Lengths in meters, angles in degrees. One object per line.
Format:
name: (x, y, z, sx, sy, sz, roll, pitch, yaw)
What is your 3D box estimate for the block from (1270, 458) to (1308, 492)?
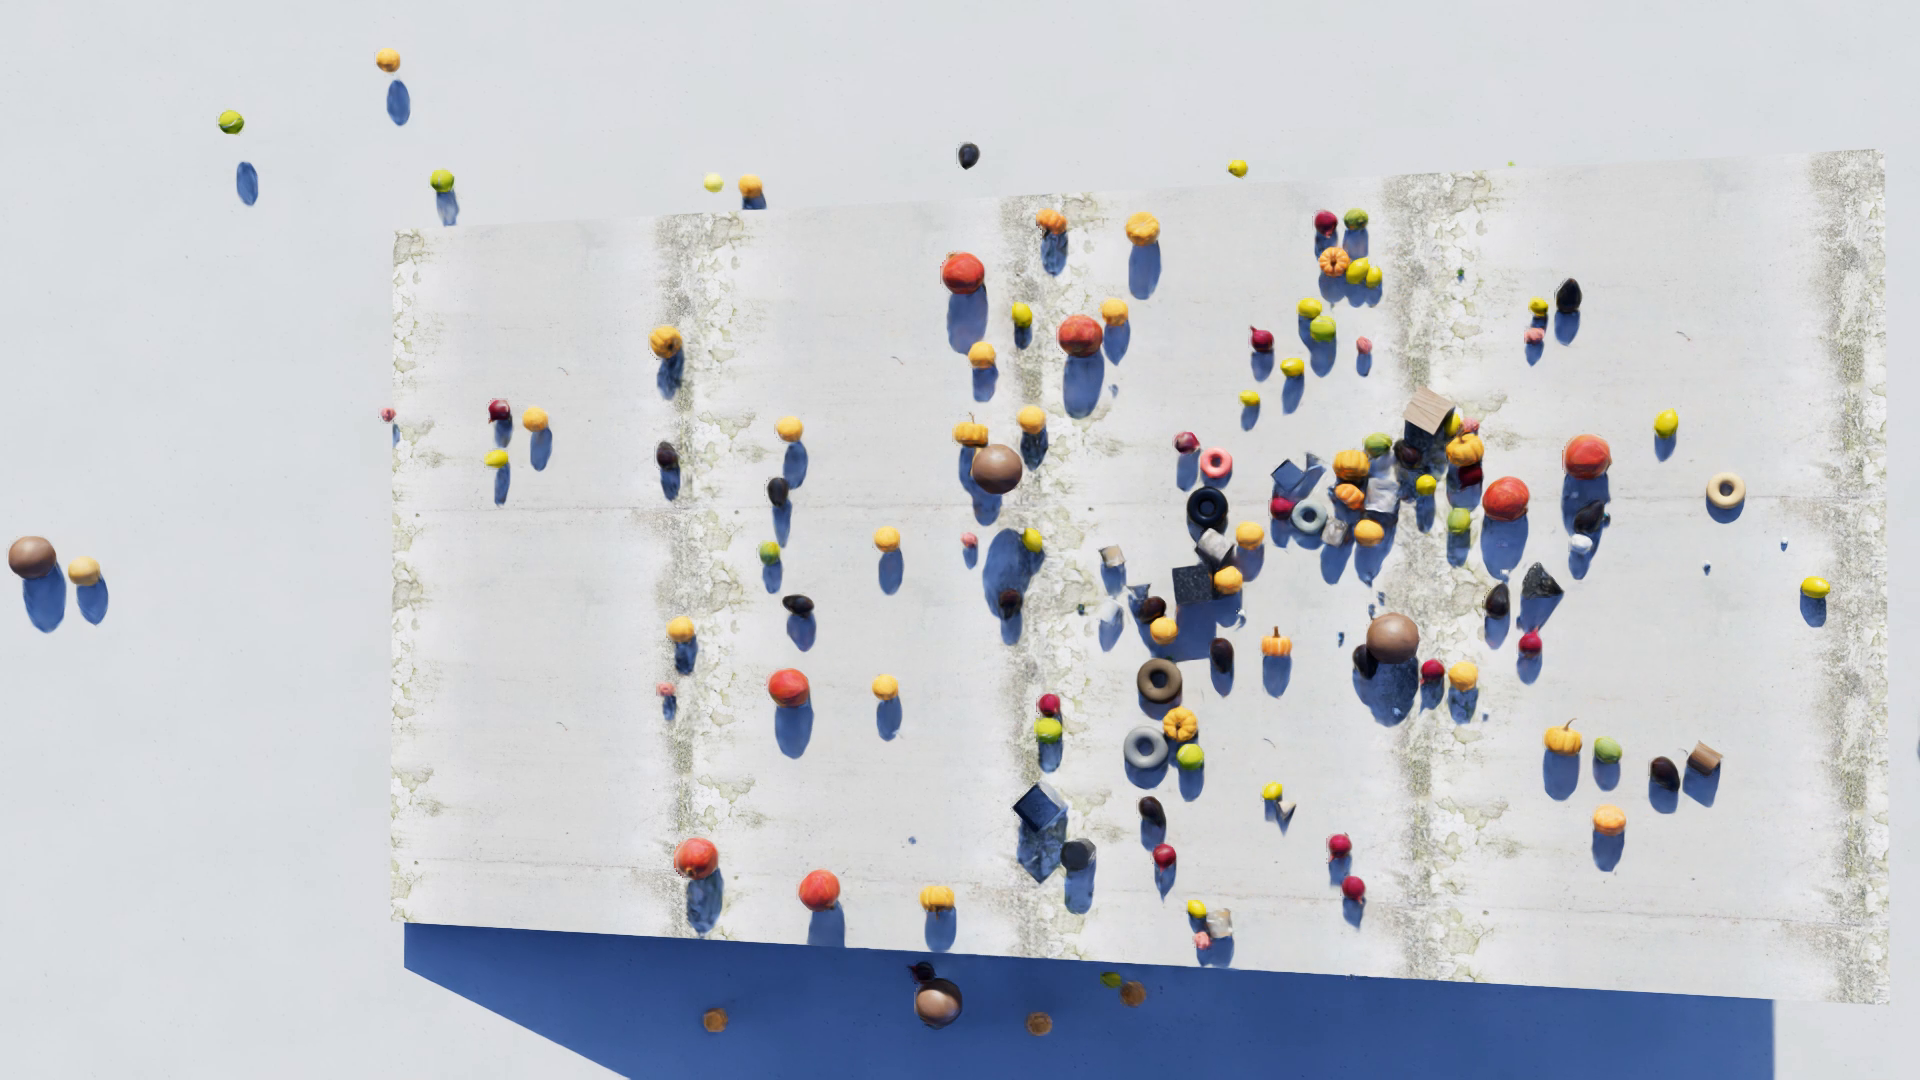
block: (0.828, -0.162, 5.535, 0.061, 0.061, 0.061, -44, 77, 13)

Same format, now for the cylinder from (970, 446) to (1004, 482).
cylinder: (0.072, -0.200, 5.769, 0.079, 0.079, 0.079, 11, 88, 0)

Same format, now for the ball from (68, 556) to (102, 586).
ball: (-2.552, 0.091, 6.410, 0.091, 0.091, 0.091, 0, 89, 0)

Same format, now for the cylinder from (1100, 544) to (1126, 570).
cylinder: (0.393, 0.042, 5.673, 0.053, 0.053, 0.053, -21, 86, 0)

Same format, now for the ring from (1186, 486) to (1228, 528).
ring: (0.631, -0.082, 5.610, 0.109, 0.036, 0.109, -1, 88, 17)

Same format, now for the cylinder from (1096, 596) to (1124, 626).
cylinder: (0.388, 0.183, 5.675, 0.053, 0.053, 0.053, 34, 83, 0)

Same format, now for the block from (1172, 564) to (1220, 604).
block: (0.599, 0.112, 5.587, 0.093, 0.093, 0.093, -8, 87, 18)

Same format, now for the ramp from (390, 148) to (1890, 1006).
ramp: (0.276, 0.093, 5.794, 4.000, 0.100, 2.000, 0, 89, 18)

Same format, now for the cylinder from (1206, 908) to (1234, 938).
cylinder: (0.658, 0.972, 5.573, 0.062, 0.062, 0.062, -11, 86, 0)

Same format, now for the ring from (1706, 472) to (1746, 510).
ring: (1.822, -0.118, 5.230, 0.089, 0.030, 0.089, 0, 89, 19)

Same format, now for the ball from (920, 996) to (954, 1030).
ball: (-0.067, 1.340, 6.242, 0.095, 0.095, 0.095, 0, 89, 0)

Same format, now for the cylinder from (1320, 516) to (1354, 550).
cylinder: (0.941, -0.019, 5.494, 0.064, 0.064, 0.064, 25, 87, 0)

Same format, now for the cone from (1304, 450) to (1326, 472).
cone: (0.896, -0.196, 5.525, 0.055, 0.055, 0.055, 3, 89, 2)

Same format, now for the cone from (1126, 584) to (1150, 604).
cone: (0.469, 0.128, 5.665, 0.057, 0.057, 0.057, -32, 89, -12)

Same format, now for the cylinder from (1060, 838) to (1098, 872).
cylinder: (0.306, 0.812, 5.680, 0.078, 0.078, 0.078, 0, 89, 18)

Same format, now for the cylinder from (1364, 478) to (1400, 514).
cylinder: (1.047, -0.110, 5.454, 0.078, 0.078, 0.078, 9, 92, 0)

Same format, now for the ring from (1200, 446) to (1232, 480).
ring: (0.654, -0.197, 5.609, 0.083, 0.028, 0.083, 0, 90, 17)

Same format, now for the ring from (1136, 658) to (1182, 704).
ring: (0.512, 0.362, 5.640, 0.120, 0.040, 0.120, 1, 93, 19)

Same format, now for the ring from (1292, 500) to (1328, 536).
ring: (0.878, -0.057, 5.528, 0.092, 0.031, 0.092, 3, 98, 21)

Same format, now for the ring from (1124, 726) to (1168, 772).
ring: (0.478, 0.537, 5.649, 0.120, 0.040, 0.120, 0, 90, 18)

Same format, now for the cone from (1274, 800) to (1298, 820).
cone: (0.828, 0.672, 5.543, 0.051, 0.051, 0.051, -21, 89, -11)

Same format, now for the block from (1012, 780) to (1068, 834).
block: (0.209, 0.692, 5.706, 0.092, 0.092, 0.092, -46, 77, 12)

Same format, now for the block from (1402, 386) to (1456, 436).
block: (1.154, -0.318, 5.416, 0.090, 0.090, 0.090, 31, 98, 16)

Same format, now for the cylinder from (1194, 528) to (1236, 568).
cylinder: (0.647, 0.020, 5.582, 0.074, 0.074, 0.074, 37, 89, 0)

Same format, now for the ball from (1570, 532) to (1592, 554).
ball: (1.502, 0.009, 5.319, 0.052, 0.052, 0.052, 0, 89, 0)

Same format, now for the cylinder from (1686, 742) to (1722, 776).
cylinder: (1.766, 0.520, 5.222, 0.062, 0.062, 0.062, 35, 89, 17)

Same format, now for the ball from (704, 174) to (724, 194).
ball: (-0.697, -1.009, 6.224, 0.055, 0.055, 0.055, 0, 89, 0)
